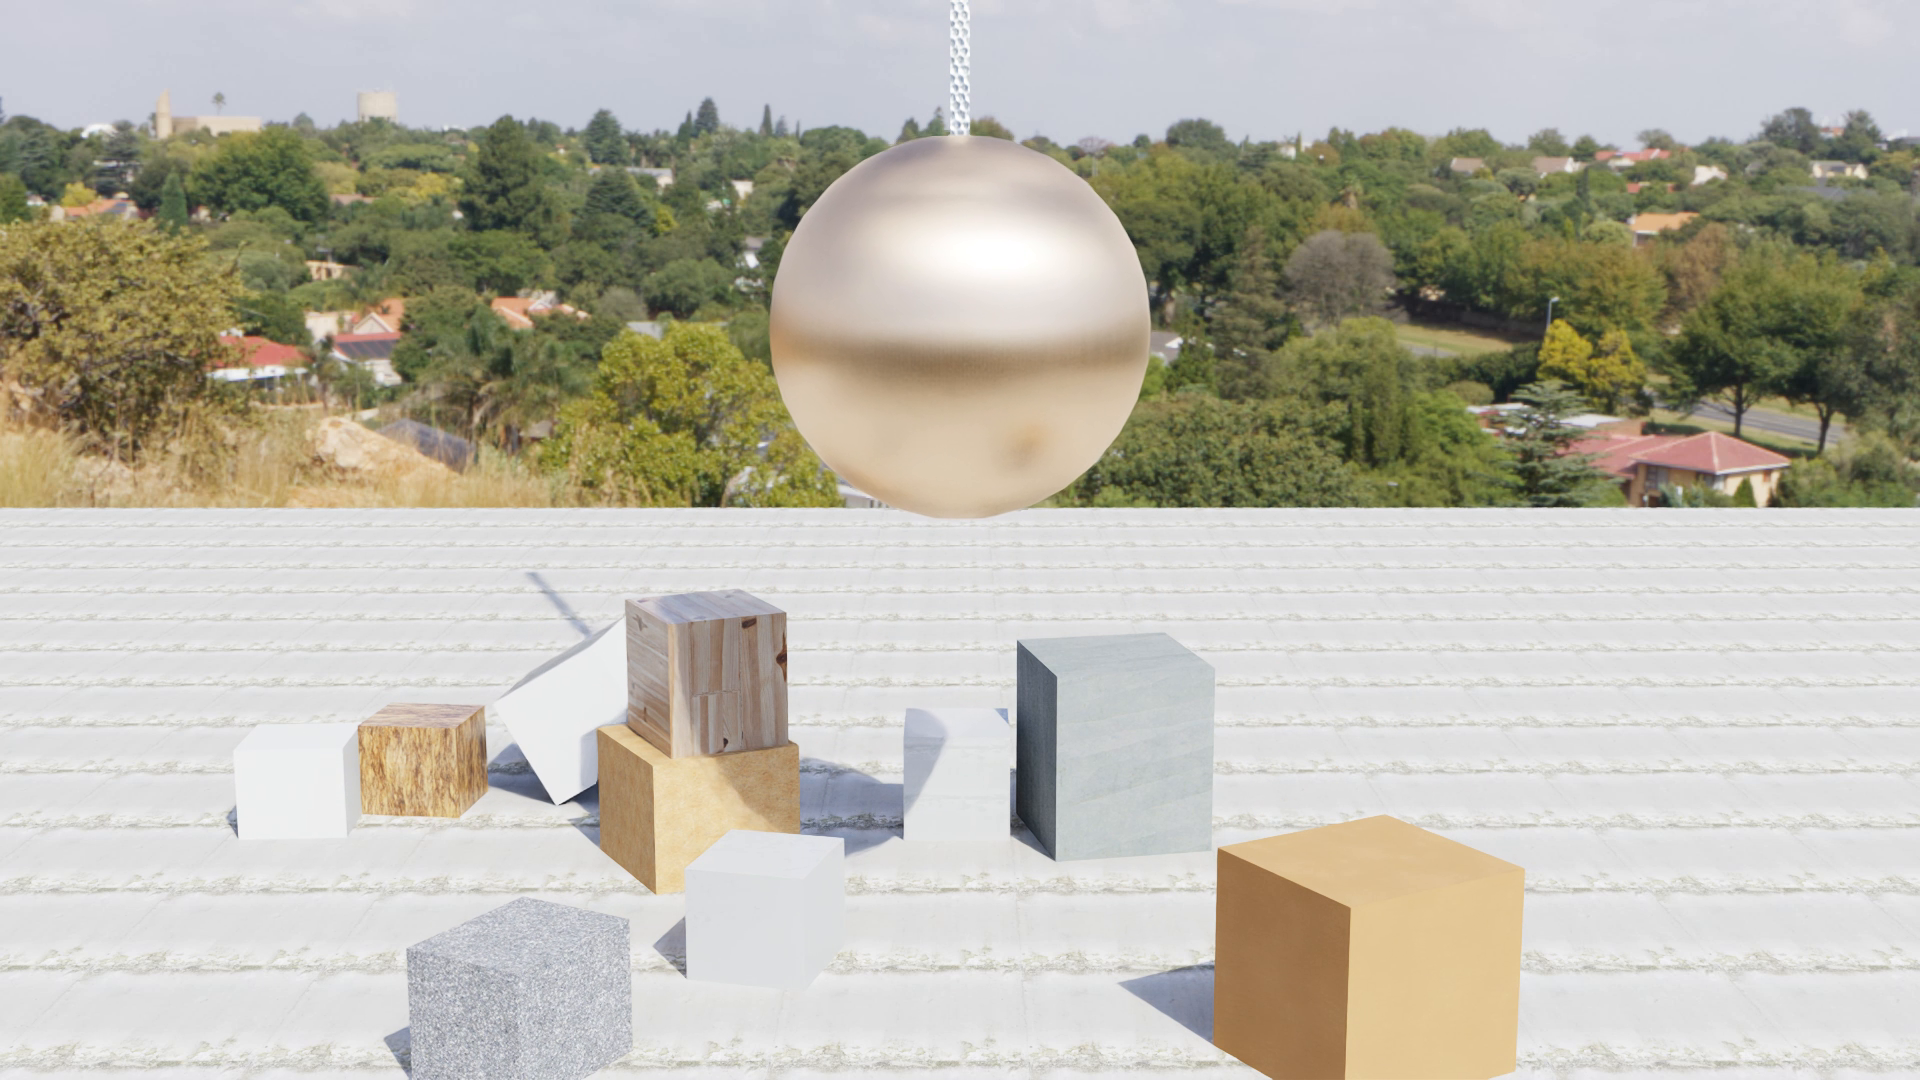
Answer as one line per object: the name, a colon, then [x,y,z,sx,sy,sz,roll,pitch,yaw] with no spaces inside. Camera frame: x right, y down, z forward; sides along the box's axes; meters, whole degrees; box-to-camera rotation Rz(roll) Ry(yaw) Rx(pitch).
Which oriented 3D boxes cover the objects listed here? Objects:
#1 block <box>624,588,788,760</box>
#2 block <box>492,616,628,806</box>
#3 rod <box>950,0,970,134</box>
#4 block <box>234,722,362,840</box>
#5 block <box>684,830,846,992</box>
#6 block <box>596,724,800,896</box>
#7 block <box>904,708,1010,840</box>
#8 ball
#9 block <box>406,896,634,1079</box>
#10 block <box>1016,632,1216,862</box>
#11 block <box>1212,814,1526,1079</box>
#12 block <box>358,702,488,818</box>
block: [-1.237,0.638,10.714,0.597,0.650,0.635,-5,11,-26]
block: [-2.012,0.920,12.030,0.646,0.645,0.746,-30,6,9]
rod: [0.000,-4.261,9.620,0.080,5.200,0.080,0,-7,0]
block: [-3.415,1.246,11.405,0.541,0.469,0.504,-1,10,-4]
block: [-0.832,1.585,9.479,0.525,0.490,0.561,3,11,14]
block: [-1.289,1.271,10.813,0.746,0.631,0.772,-6,12,-28]
block: [-0.016,1.209,11.402,0.538,0.542,0.580,0,10,0]
ball: [0.000,-0.887,9.207,1.600,1.600,1.600,0,10,0]
block: [-1.670,1.758,8.390,0.530,0.540,0.658,6,12,29]
block: [0.777,1.038,11.234,0.805,0.939,0.827,-2,11,-12]
block: [1.558,1.609,8.450,0.846,0.810,0.786,-6,12,-30]
block: [-2.866,1.172,11.765,0.528,0.485,0.482,1,10,6]
